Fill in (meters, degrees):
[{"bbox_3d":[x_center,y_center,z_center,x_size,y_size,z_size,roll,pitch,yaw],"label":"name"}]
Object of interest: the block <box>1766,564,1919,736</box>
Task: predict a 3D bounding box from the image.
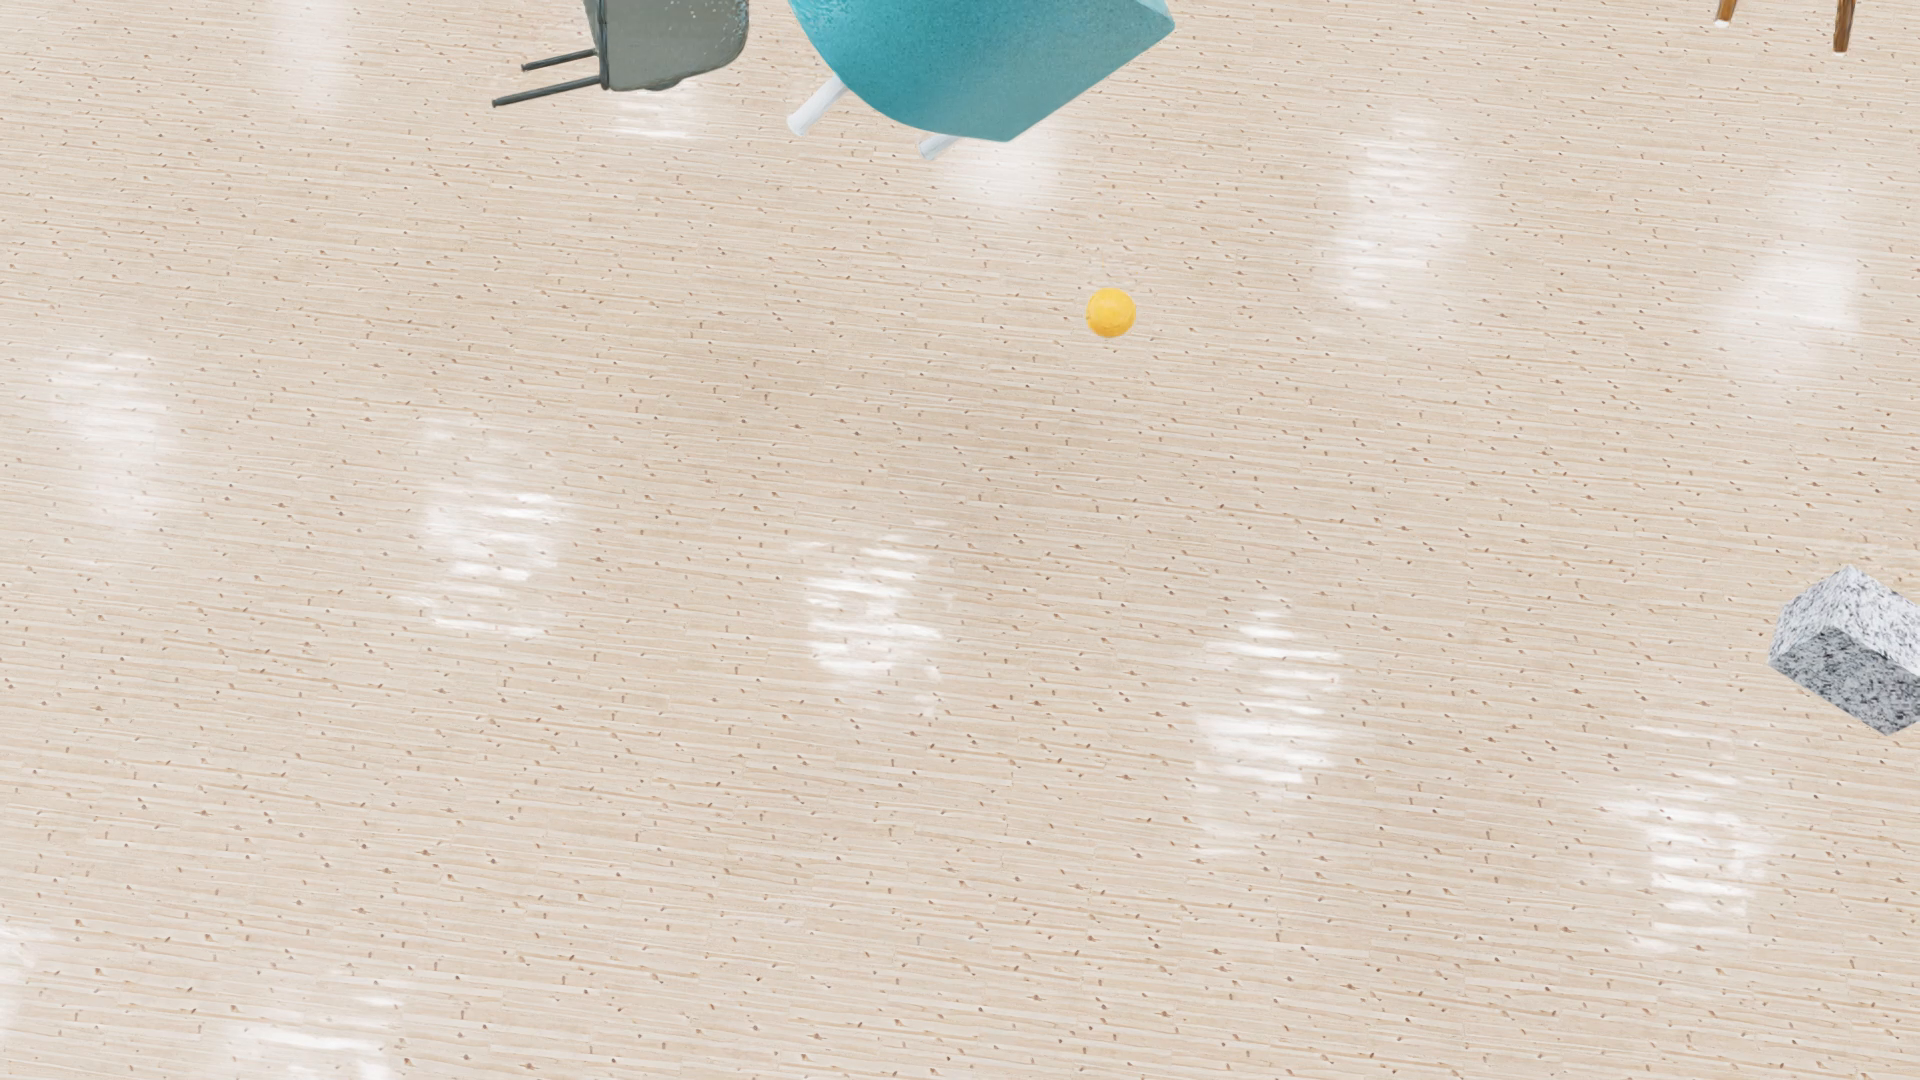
[{"bbox_3d":[1.369,0.168,3.313,0.221,0.158,0.117,30,60,-4],"label":"block"}]
